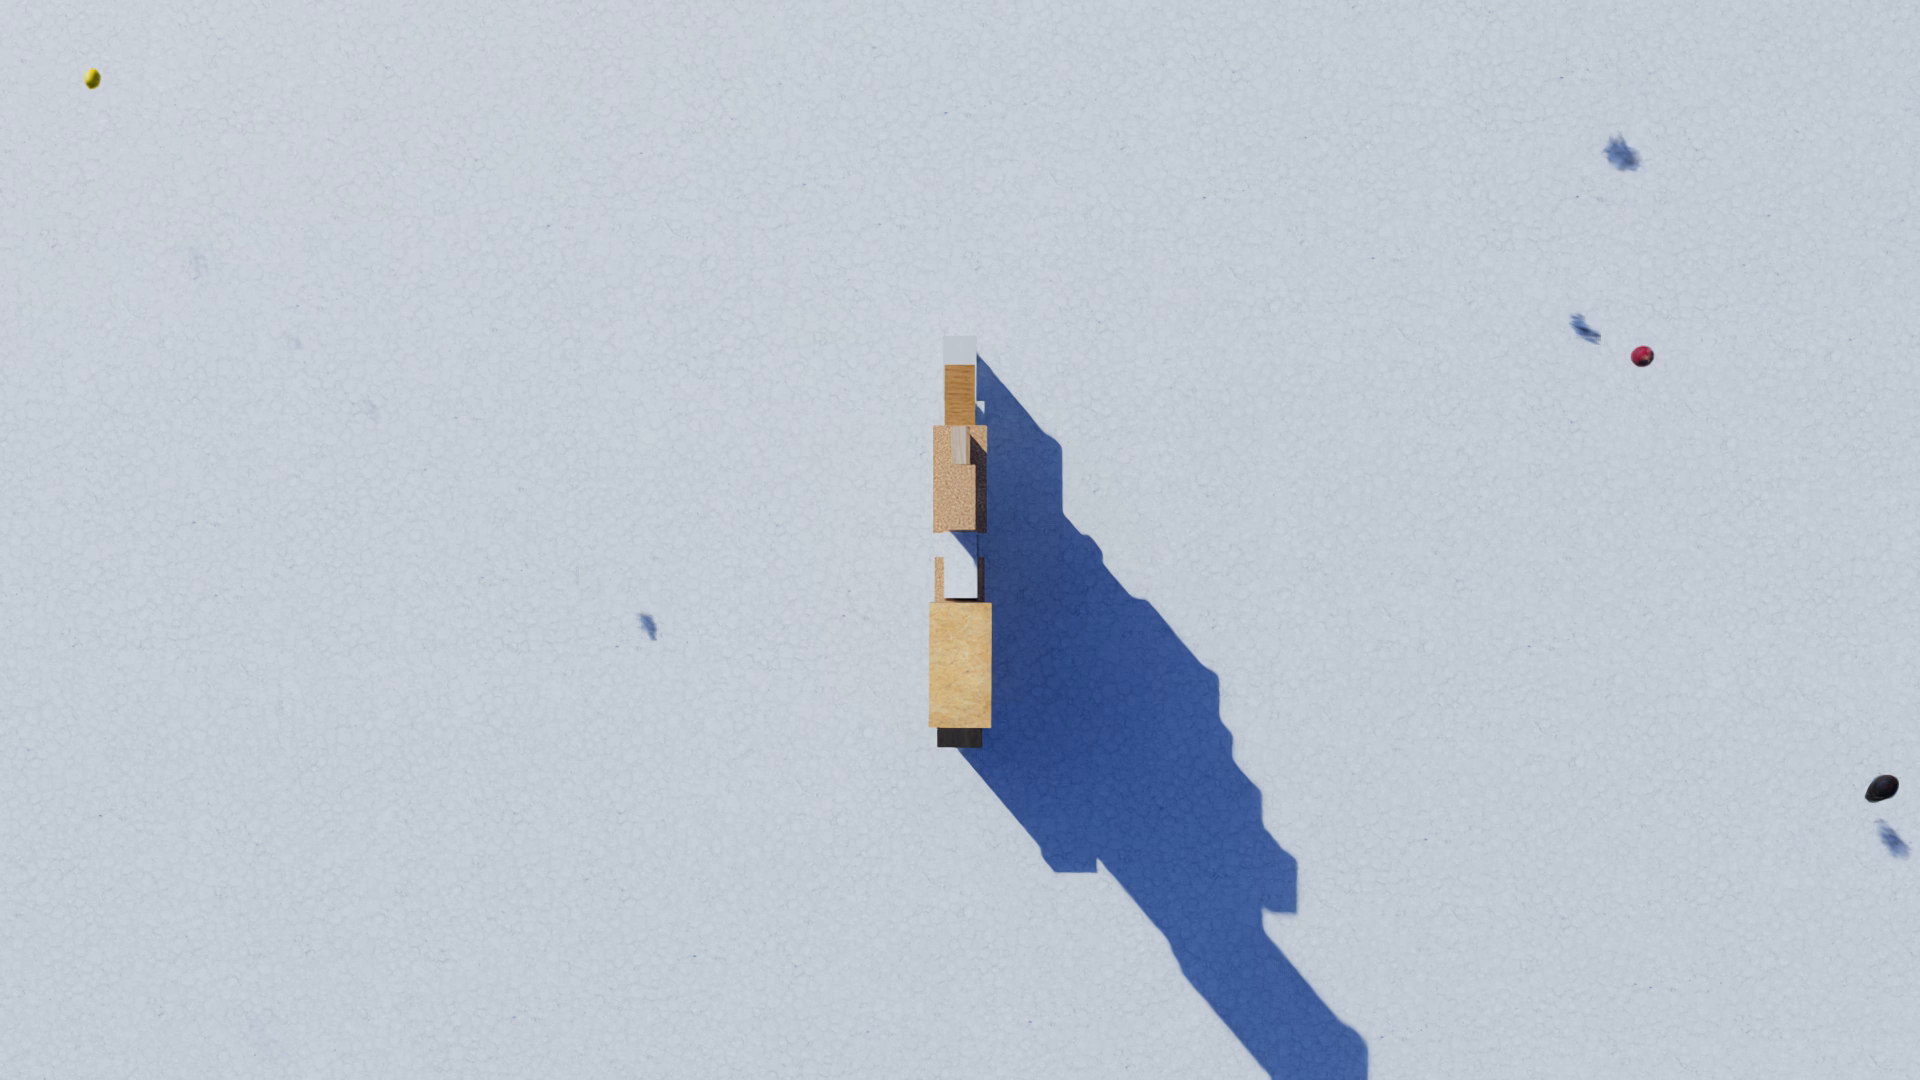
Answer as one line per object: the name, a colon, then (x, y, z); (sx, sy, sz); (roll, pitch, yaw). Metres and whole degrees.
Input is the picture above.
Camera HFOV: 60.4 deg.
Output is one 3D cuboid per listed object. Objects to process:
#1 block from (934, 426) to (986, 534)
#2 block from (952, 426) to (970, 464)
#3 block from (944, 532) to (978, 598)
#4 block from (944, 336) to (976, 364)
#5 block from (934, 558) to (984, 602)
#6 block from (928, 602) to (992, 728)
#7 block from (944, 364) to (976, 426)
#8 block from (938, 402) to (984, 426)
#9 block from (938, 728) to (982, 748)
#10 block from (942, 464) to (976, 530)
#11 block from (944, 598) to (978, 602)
block: (0.000, -0.177, 4.832); (0.157, 0.044, 0.314); (0, 90, 0)
block: (0.001, -0.269, 4.695); (0.054, 0.015, 0.107); (0, 90, 0)
block: (0.002, 0.070, 4.715); (0.095, 0.027, 0.190); (0, 90, 0)
block: (-0.001, -0.546, 5.274); (0.106, 0.030, 0.212); (0, 90, 0)
block: (-0.001, 0.209, 5.168); (0.155, 0.044, 0.310); (0, 90, 0)
block: (0.000, 0.338, 4.466); (0.168, 0.048, 0.336); (0, 90, 0)
block: (0.000, -0.424, 4.831); (0.089, 0.025, 0.178); (0, 90, 0)
block: (0.004, -0.290, 5.189); (0.145, 0.041, 0.291); (0, 90, 0)
block: (-0.001, 0.510, 5.197); (0.141, 0.040, 0.283); (0, 90, 0)
block: (-0.002, -0.120, 4.616); (0.090, 0.026, 0.181); (0, 90, 0)
block: (0.005, 0.083, 4.933); (0.099, 0.028, 0.199); (0, 90, 0)
